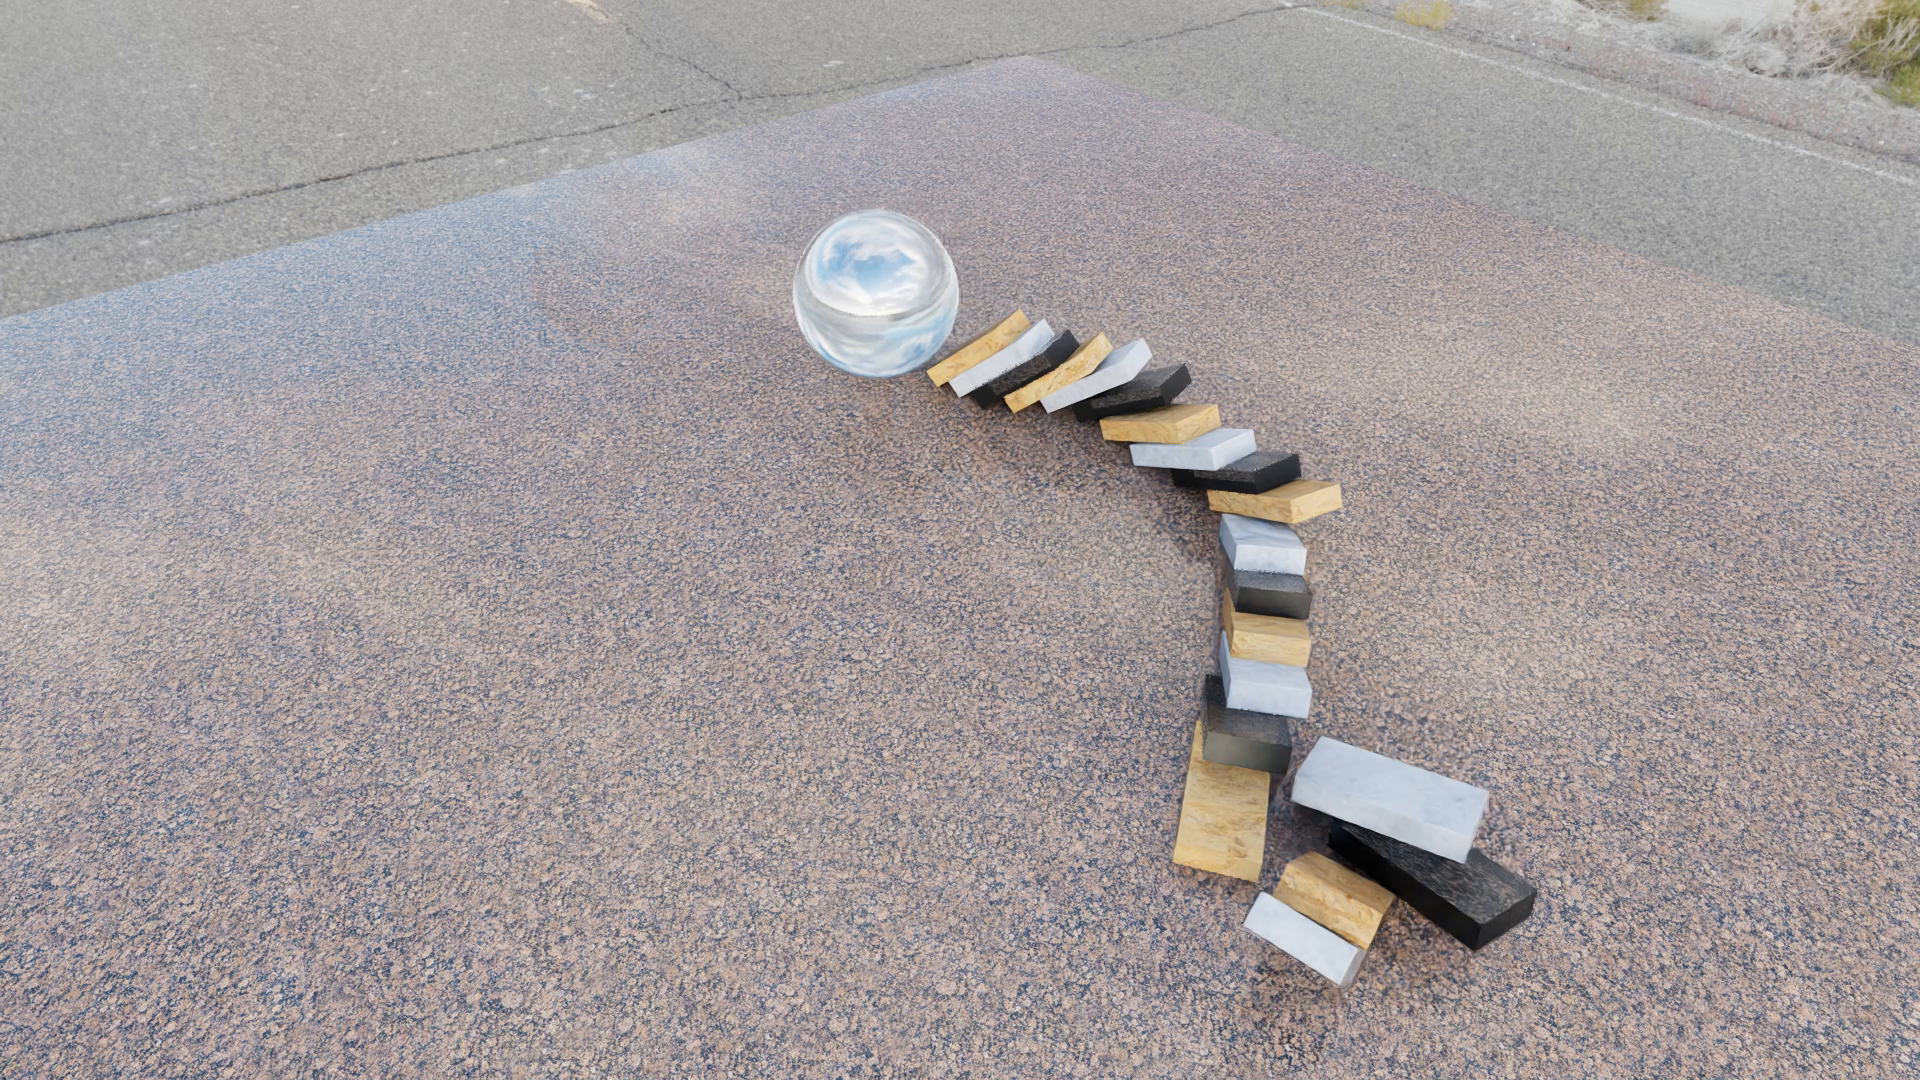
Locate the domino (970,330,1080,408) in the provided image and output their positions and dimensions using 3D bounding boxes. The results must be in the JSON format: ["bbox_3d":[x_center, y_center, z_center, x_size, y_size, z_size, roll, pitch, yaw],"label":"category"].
[{"bbox_3d":[0.030,-0.080,0.517,0.050,0.010,0.025,-22,18,47],"label":"domino"}]

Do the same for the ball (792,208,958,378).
[{"bbox_3d":[-0.041,-0.119,0.533,0.080,0.080,0.080,0,39,0],"label":"ball"}]

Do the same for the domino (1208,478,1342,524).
[{"bbox_3d":[0.127,-0.017,0.447,0.025,0.009,0.050,-17,15,-23],"label":"domino"}]

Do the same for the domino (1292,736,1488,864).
[{"bbox_3d":[0.129,0.077,0.332,0.050,0.010,0.025,16,29,31],"label":"domino"}]

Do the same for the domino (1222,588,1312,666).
[{"bbox_3d":[0.108,0.030,0.391,0.025,0.009,0.050,7,16,8],"label":"domino"}]

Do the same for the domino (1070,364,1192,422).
[{"bbox_3d":[0.079,-0.068,0.507,0.050,0.009,0.025,-5,27,45],"label":"domino"}]

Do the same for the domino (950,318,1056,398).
[{"bbox_3d":[0.019,-0.086,0.525,0.050,0.009,0.025,-22,18,46],"label":"domino"}]

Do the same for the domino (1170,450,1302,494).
[{"bbox_3d":[0.115,-0.029,0.462,0.025,0.009,0.050,-21,17,-26],"label":"domino"}]

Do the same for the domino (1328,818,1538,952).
[{"bbox_3d":[0.135,0.094,0.318,0.025,0.010,0.050,-15,29,-29],"label":"domino"}]

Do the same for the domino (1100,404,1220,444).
[{"bbox_3d":[0.089,-0.052,0.491,0.025,0.010,0.050,-25,20,-27],"label":"domino"}]

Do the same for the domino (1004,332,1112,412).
[{"bbox_3d":[0.045,-0.078,0.514,0.050,0.009,0.025,-23,19,45],"label":"domino"}]

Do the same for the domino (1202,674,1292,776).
[{"bbox_3d":[0.091,0.059,0.355,0.025,0.010,0.050,10,15,9],"label":"domino"}]

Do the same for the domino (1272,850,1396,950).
[{"bbox_3d":[0.103,0.097,0.300,0.025,0.050,0.009,25,90,27],"label":"domino"}]

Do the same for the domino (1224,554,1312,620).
[{"bbox_3d":[0.113,0.016,0.408,0.025,0.009,0.050,6,16,7],"label":"domino"}]

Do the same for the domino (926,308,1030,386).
[{"bbox_3d":[0.009,-0.093,0.532,0.050,0.009,0.025,-22,18,46],"label":"domino"}]

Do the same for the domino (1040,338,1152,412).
[{"bbox_3d":[0.063,-0.077,0.515,0.050,0.009,0.025,-17,22,43],"label":"domino"}]

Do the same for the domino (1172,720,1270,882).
[{"bbox_3d":[0.083,0.081,0.345,0.025,0.010,0.050,11,40,13],"label":"domino"}]

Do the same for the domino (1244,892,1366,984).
[{"bbox_3d":[0.091,0.104,0.287,0.025,0.050,0.010,27,82,29],"label":"domino"}]

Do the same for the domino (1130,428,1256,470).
[{"bbox_3d":[0.100,-0.040,0.475,0.025,0.009,0.050,-24,18,-28],"label":"domino"}]

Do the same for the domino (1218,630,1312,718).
[{"bbox_3d":[0.102,0.045,0.373,0.025,0.009,0.050,7,15,8],"label":"domino"}]

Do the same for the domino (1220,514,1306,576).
[{"bbox_3d":[0.117,0.001,0.427,0.025,0.010,0.050,5,15,6],"label":"domino"}]
